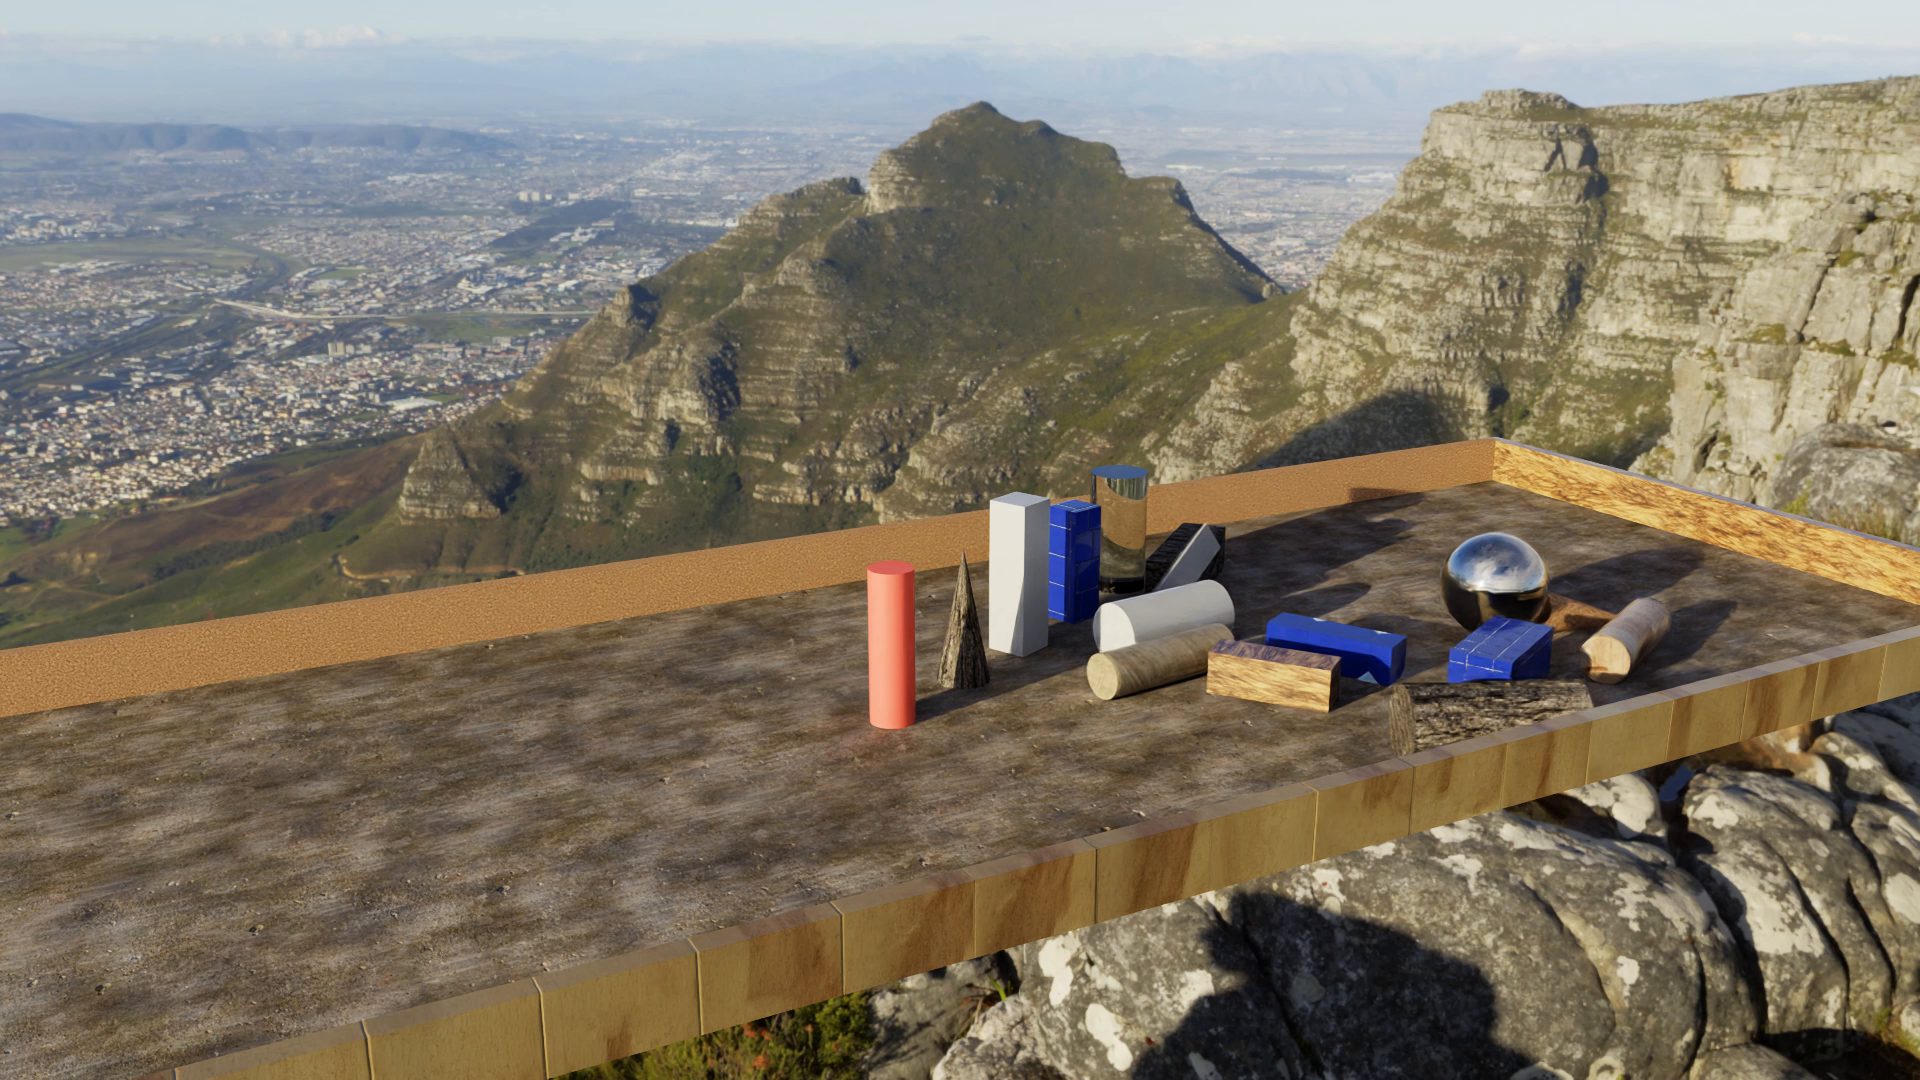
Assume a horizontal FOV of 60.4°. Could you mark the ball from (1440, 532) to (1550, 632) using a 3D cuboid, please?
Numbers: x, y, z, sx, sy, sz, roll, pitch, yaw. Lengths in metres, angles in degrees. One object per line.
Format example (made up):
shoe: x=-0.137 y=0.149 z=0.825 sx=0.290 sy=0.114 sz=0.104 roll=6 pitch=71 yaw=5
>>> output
ball: x=1.441 y=0.120 z=4.447 sx=0.280 sy=0.280 sz=0.280 roll=0 pitch=16 yaw=0

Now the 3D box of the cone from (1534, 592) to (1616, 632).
cone: x=1.731 y=0.212 z=4.526 sx=0.336 sy=0.123 sz=0.123 roll=7 pitch=14 yaw=-15

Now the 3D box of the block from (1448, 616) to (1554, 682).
block: x=1.321 y=0.311 z=4.034 sx=0.149 sy=0.149 sz=0.317 roll=12 pitch=20 yaw=34

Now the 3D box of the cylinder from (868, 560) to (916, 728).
cylinder: x=-0.159 y=0.245 z=3.852 sx=0.109 sy=0.378 sz=0.109 roll=0 pitch=16 yaw=0

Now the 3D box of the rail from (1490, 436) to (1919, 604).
rail: x=2.466 y=-0.048 z=5.253 sx=0.050 sy=0.150 sz=2.100 roll=-9 pitch=18 yaw=-27

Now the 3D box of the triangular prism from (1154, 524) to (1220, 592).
triangular prism: x=0.588 y=0.106 z=4.547 sx=0.089 sy=0.077 sz=0.421 roll=18 pitch=46 yaw=27

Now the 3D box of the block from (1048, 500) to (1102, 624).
block: x=0.316 y=0.059 z=4.585 sx=0.103 sy=0.320 sz=0.103 roll=-15 pitch=22 yaw=-42

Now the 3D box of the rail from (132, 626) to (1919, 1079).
rail: x=-2.336 y=1.006 z=1.665 sx=12.000 sy=0.150 sz=0.050 roll=-9 pitch=18 yaw=-27

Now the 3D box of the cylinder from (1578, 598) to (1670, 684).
cylinder: x=1.717 y=0.258 z=4.254 sx=0.126 sy=0.126 sz=0.366 roll=12 pitch=20 yaw=35

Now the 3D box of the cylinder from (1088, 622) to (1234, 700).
cylinder: x=0.508 y=0.301 z=4.126 sx=0.394 sy=0.116 sz=0.116 roll=-11 pitch=20 yaw=-33

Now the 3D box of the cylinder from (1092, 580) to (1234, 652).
cylinder: x=0.535 y=0.216 z=4.325 sx=0.346 sy=0.167 sz=0.167 roll=-11 pitch=20 yaw=-33

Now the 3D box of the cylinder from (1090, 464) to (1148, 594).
cylinder: x=0.464 y=-0.033 z=4.852 sx=0.166 sy=0.346 sz=0.166 roll=0 pitch=16 yaw=0

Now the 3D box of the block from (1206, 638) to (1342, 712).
block: x=0.768 y=0.330 z=4.041 sx=0.302 sy=0.107 sz=0.107 roll=8 pitch=18 yaw=25

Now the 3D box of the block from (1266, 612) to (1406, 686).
block: x=0.961 y=0.277 z=4.230 sx=0.336 sy=0.102 sz=0.102 roll=11 pitch=20 yaw=34

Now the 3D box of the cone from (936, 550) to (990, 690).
cone: x=0.009 y=0.185 z=4.110 sx=0.135 sy=0.347 sz=0.135 roll=0 pitch=16 yaw=0

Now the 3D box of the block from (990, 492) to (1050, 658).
block: x=0.156 y=0.089 z=4.331 sx=0.112 sy=0.406 sz=0.112 roll=13 pitch=21 yaw=37

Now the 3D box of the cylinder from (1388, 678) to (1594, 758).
cylinder: x=1.179 y=0.402 z=3.673 sx=0.401 sy=0.177 sz=0.177 roll=-1 pitch=16 yaw=-5

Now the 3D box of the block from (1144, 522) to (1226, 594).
block: x=0.669 y=0.072 z=4.872 sx=0.133 sy=0.133 sz=0.425 roll=6 pitch=18 yaw=21

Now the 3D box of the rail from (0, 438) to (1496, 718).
rail: x=-3.305 y=0.497 z=3.399 sx=12.000 sy=0.150 sz=0.050 roll=-9 pitch=18 yaw=-27
